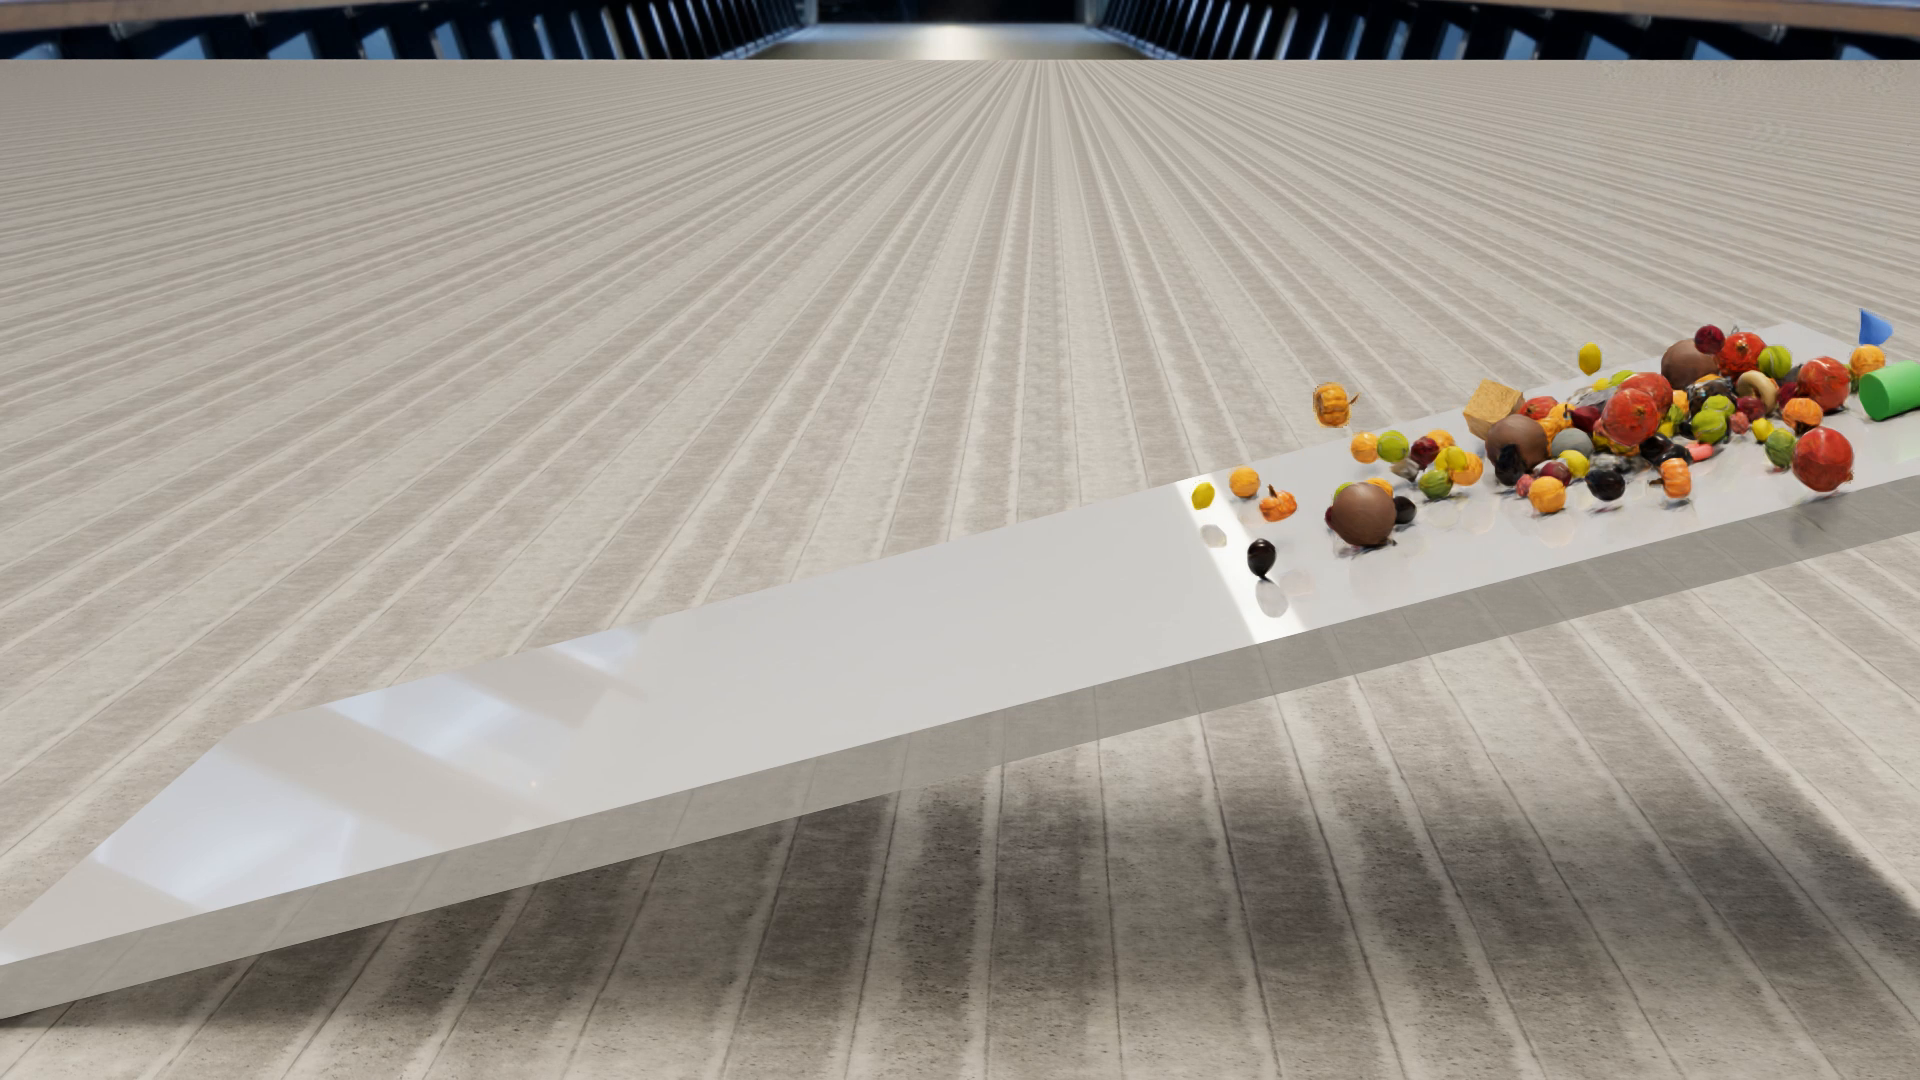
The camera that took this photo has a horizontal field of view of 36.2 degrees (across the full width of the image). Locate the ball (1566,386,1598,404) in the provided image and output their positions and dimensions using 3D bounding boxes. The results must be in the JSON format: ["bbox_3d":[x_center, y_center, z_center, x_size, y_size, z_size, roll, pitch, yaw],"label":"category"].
[{"bbox_3d":[1.382,-0.291,6.476,0.092,0.092,0.092,0,10,0],"label":"ball"}]

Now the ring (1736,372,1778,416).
[{"bbox_3d":[1.649,-0.303,6.085,0.034,0.101,0.101,-28,22,-24],"label":"ring"}]

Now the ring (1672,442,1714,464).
[{"bbox_3d":[1.459,-0.173,5.856,0.083,0.028,0.083,-13,8,2],"label":"ring"}]

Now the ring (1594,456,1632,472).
[{"bbox_3d":[1.323,-0.154,5.958,0.077,0.026,0.077,-7,10,1],"label":"ring"}]

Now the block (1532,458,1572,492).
[{"bbox_3d":[1.196,-0.131,5.940,0.052,0.052,0.052,-10,12,39],"label":"block"}]

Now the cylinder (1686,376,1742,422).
[{"bbox_3d":[1.573,-0.288,6.142,0.094,0.094,0.094,-13,6,18],"label":"cylinder"}]

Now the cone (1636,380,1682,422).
[{"bbox_3d":[1.530,-0.291,6.399,0.095,0.095,0.095,10,8,-11],"label":"cone"}]

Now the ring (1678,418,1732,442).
[{"bbox_3d":[1.520,-0.226,5.994,0.109,0.036,0.109,-1,13,0],"label":"ring"}]

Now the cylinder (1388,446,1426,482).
[{"bbox_3d":[0.975,-0.166,6.410,0.062,0.062,0.062,26,5,-2],"label":"cylinder"}]

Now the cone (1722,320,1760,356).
[{"bbox_3d":[1.671,-0.421,6.342,0.075,0.075,0.075,32,30,-21],"label":"cone"}]

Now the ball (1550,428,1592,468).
[{"bbox_3d":[1.267,-0.190,6.089,0.085,0.085,0.085,0,10,0],"label":"ball"}]

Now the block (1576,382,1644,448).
[{"bbox_3d":[1.381,-0.266,6.241,0.091,0.091,0.091,-17,14,37],"label":"block"}]

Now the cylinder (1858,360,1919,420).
[{"bbox_3d":[1.829,-0.294,5.763,0.095,0.095,0.095,-21,16,-17],"label":"cylinder"}]

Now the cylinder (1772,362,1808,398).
[{"bbox_3d":[1.765,-0.340,6.249,0.061,0.061,0.061,-15,9,2],"label":"cylinder"}]

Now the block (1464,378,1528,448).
[{"bbox_3d":[1.187,-0.281,6.511,0.095,0.095,0.095,25,-16,31],"label":"block"}]

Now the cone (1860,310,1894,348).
[{"bbox_3d":[2.001,-0.479,6.474,0.078,0.078,0.078,-28,29,17],"label":"cone"}]

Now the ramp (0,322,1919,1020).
[{"bbox_3d":[0.079,0.191,6.330,4.000,0.100,2.000,-15,9,4],"label":"ramp"}]

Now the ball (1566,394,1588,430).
[{"bbox_3d":[1.352,-0.279,6.382,0.076,0.076,0.076,0,10,0],"label":"ball"}]

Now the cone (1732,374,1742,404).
[{"bbox_3d":[1.671,-0.306,6.264,0.072,0.072,0.072,-2,29,-10],"label":"cone"}]
